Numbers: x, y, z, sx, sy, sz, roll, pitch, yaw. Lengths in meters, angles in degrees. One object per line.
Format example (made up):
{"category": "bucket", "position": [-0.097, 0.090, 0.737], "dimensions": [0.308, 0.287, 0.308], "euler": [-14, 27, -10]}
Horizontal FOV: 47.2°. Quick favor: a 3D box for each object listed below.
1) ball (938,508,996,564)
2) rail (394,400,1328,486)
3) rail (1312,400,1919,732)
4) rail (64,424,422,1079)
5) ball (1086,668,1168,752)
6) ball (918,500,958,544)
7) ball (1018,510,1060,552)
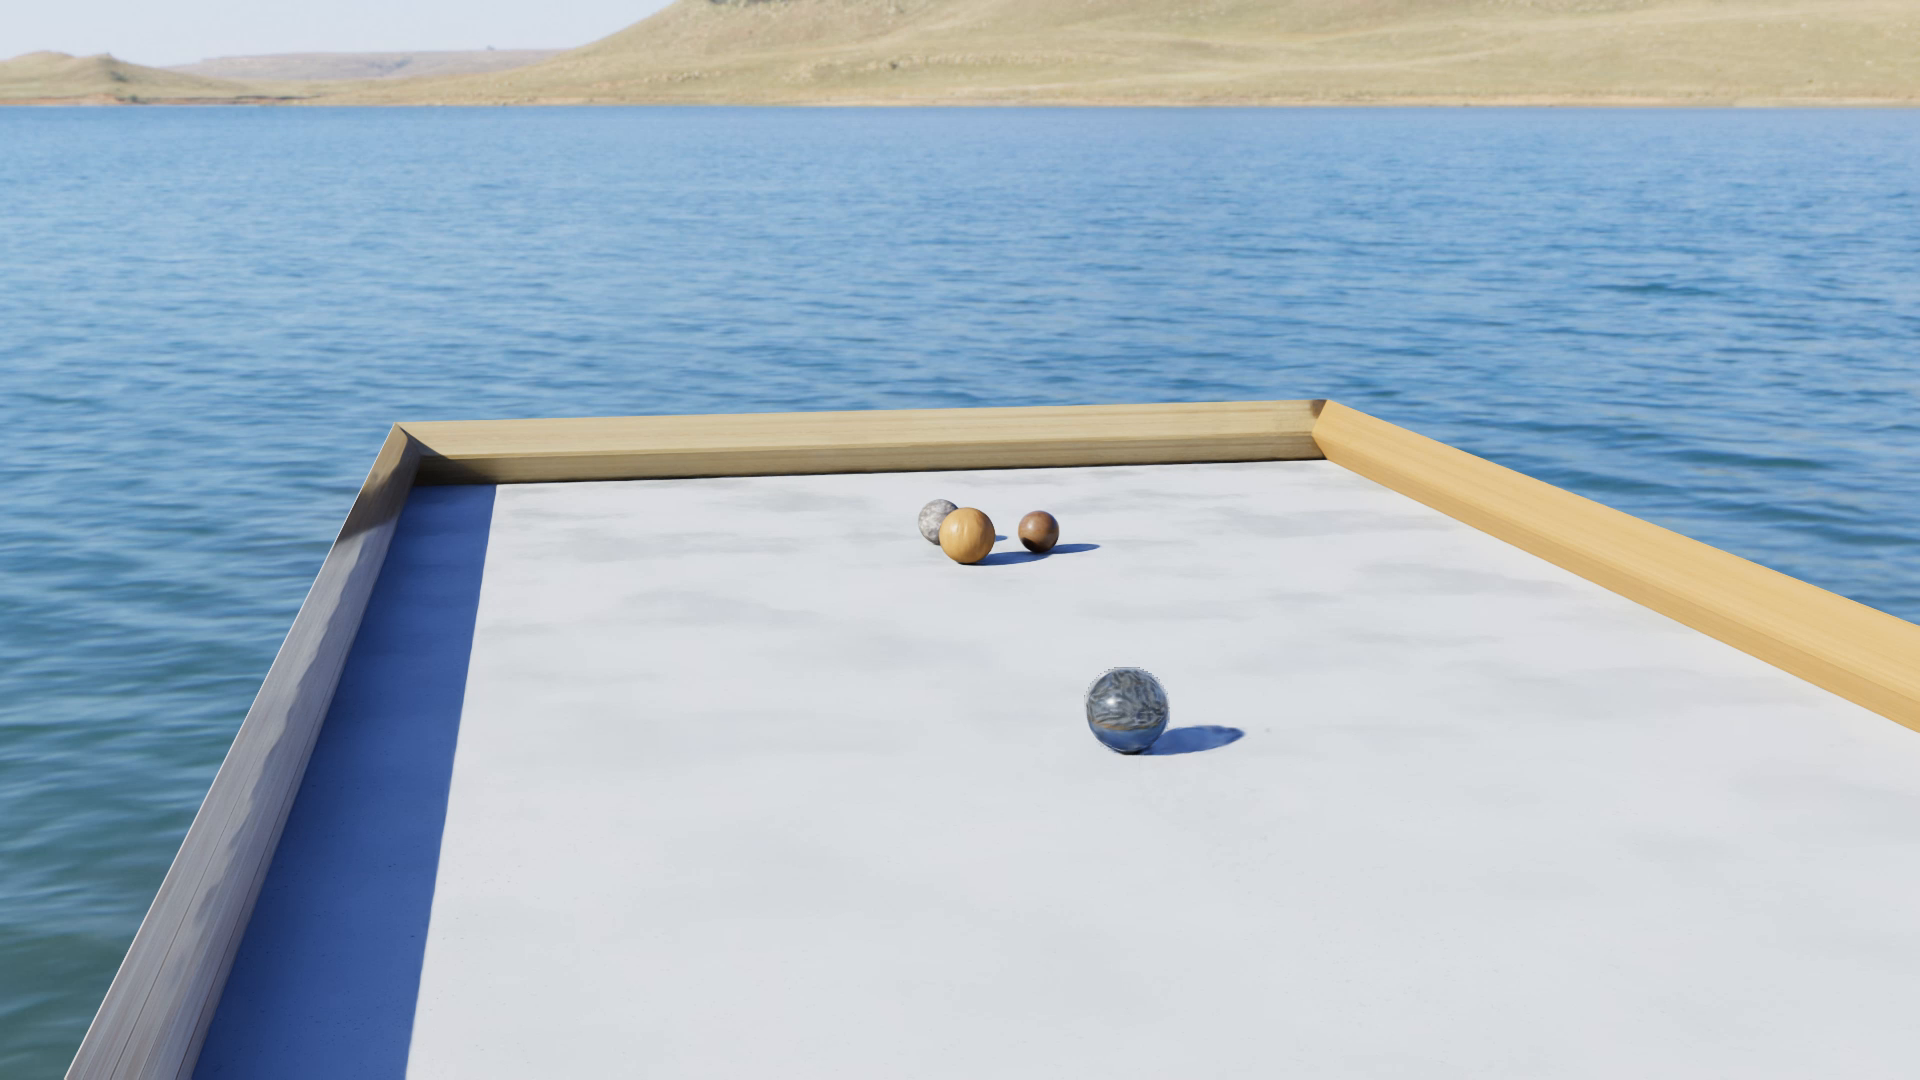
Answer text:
{"category": "ball", "position": [0.010, -0.006, 3.067], "dimensions": [0.079, 0.079, 0.079], "euler": [0, 11, 0]}
{"category": "rail", "position": [-0.137, -0.168, 3.801], "dimensions": [1.634, 0.107, 0.045], "euler": [-2, 11, -10]}
{"category": "rail", "position": [0.922, 0.105, 2.429], "dimensions": [0.045, 0.107, 3.177], "euler": [-2, 11, -10]}
{"category": "rail", "position": [-0.640, 0.160, 2.153], "dimensions": [0.045, 0.107, 3.177], "euler": [-2, 11, -10]}
{"category": "ball", "position": [0.165, 0.169, 2.178], "dimensions": [0.082, 0.082, 0.082], "euler": [0, 11, 0]}
{"category": "ball", "position": [-0.028, -0.027, 3.202], "dimensions": [0.066, 0.066, 0.066], "euler": [0, 11, 0]}
{"category": "ball", "position": [0.113, -0.012, 3.143], "dimensions": [0.061, 0.061, 0.061], "euler": [0, 11, 0]}
